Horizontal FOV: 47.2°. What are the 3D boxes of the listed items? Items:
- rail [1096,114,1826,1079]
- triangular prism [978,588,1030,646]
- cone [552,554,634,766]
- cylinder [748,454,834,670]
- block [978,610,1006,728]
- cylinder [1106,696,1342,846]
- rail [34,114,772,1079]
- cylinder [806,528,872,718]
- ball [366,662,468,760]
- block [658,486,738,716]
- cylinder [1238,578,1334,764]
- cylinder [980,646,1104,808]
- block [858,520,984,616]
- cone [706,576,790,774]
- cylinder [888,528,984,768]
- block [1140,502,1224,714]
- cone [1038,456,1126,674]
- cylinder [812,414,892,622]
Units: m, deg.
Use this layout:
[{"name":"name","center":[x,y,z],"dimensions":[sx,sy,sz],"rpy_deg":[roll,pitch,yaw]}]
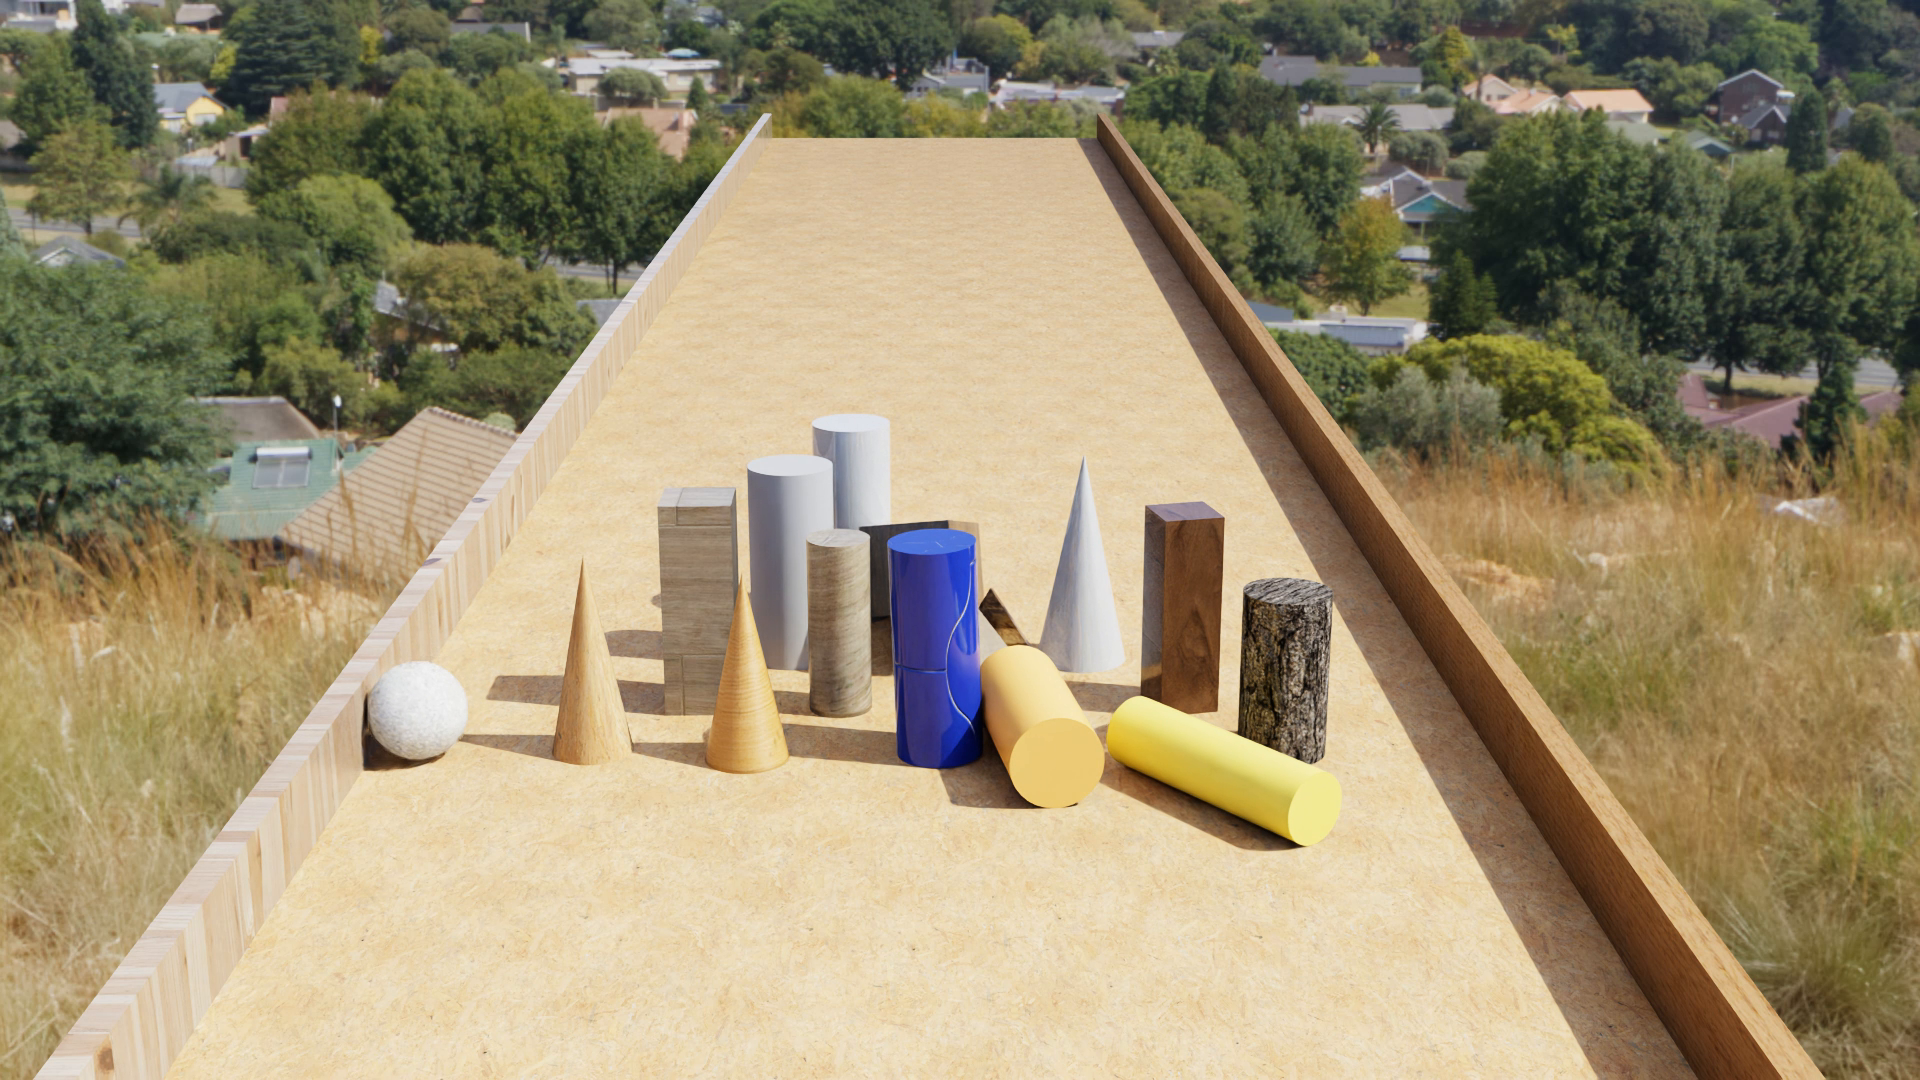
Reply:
[{"name":"rail","center":[0.932,-0.844,7.801],"dimensions":[0.050,0.150,12.000],"rpy_deg":[0,17,-1]},{"name":"triangular prism","center":[0.101,0.194,4.421],"dimensions":[0.096,0.083,0.388],"rpy_deg":[-3,17,-10]},{"name":"cone","center":[-0.660,0.200,3.904],"dimensions":[0.145,0.370,0.145],"rpy_deg":[0,17,0]},{"name":"cylinder","center":[-0.335,0.044,4.380],"dimensions":[0.168,0.399,0.168],"rpy_deg":[0,17,0]},{"name":"block","center":[0.029,0.242,4.230],"dimensions":[0.104,0.104,0.377],"rpy_deg":[-4,17,-13]},{"name":"cylinder","center":[0.440,0.385,3.715],"dimensions":[0.125,0.125,0.437],"rpy_deg":[-12,21,-36]},{"name":"rail","center":[-1.118,-0.838,7.780],"dimensions":[0.050,0.150,12.000],"rpy_deg":[0,17,-1]},{"name":"cylinder","center":[-0.225,0.156,4.115],"dimensions":[0.118,0.335,0.118],"rpy_deg":[0,17,0]},{"name":"ball","center":[-0.963,0.302,3.905],"dimensions":[0.174,0.174,0.174],"rpy_deg":[0,17,0]},{"name":"block","center":[-0.486,0.115,4.126],"dimensions":[0.133,0.407,0.133],"rpy_deg":[0,17,-1]},{"name":"cylinder","center":[0.577,0.234,3.910],"dimensions":[0.157,0.302,0.157],"rpy_deg":[0,17,0]},{"name":"cylinder","center":[0.133,0.322,3.859],"dimensions":[0.163,0.163,0.370],"rpy_deg":[-3,17,-9]},{"name":"block","center":[-0.072,0.057,4.484],"dimensions":[0.176,0.176,0.442],"rpy_deg":[-4,-1,8]},{"name":"cone","center":[-0.379,0.222,3.871],"dimensions":[0.151,0.348,0.151],"rpy_deg":[0,17,0]},{"name":"cylinder","center":[-0.042,0.191,3.887],"dimensions":[0.155,0.393,0.155],"rpy_deg":[-2,17,1]},{"name":"block","center":[0.416,0.129,4.125],"dimensions":[0.115,0.381,0.115],"rpy_deg":[-4,17,-14]},{"name":"cone","center":[0.243,0.032,4.368],"dimensions":[0.180,0.427,0.180],"rpy_deg":[0,17,0]},{"name":"cylinder","center":[-0.228,-0.045,4.647],"dimensions":[0.164,0.417,0.164],"rpy_deg":[0,17,0]}]
